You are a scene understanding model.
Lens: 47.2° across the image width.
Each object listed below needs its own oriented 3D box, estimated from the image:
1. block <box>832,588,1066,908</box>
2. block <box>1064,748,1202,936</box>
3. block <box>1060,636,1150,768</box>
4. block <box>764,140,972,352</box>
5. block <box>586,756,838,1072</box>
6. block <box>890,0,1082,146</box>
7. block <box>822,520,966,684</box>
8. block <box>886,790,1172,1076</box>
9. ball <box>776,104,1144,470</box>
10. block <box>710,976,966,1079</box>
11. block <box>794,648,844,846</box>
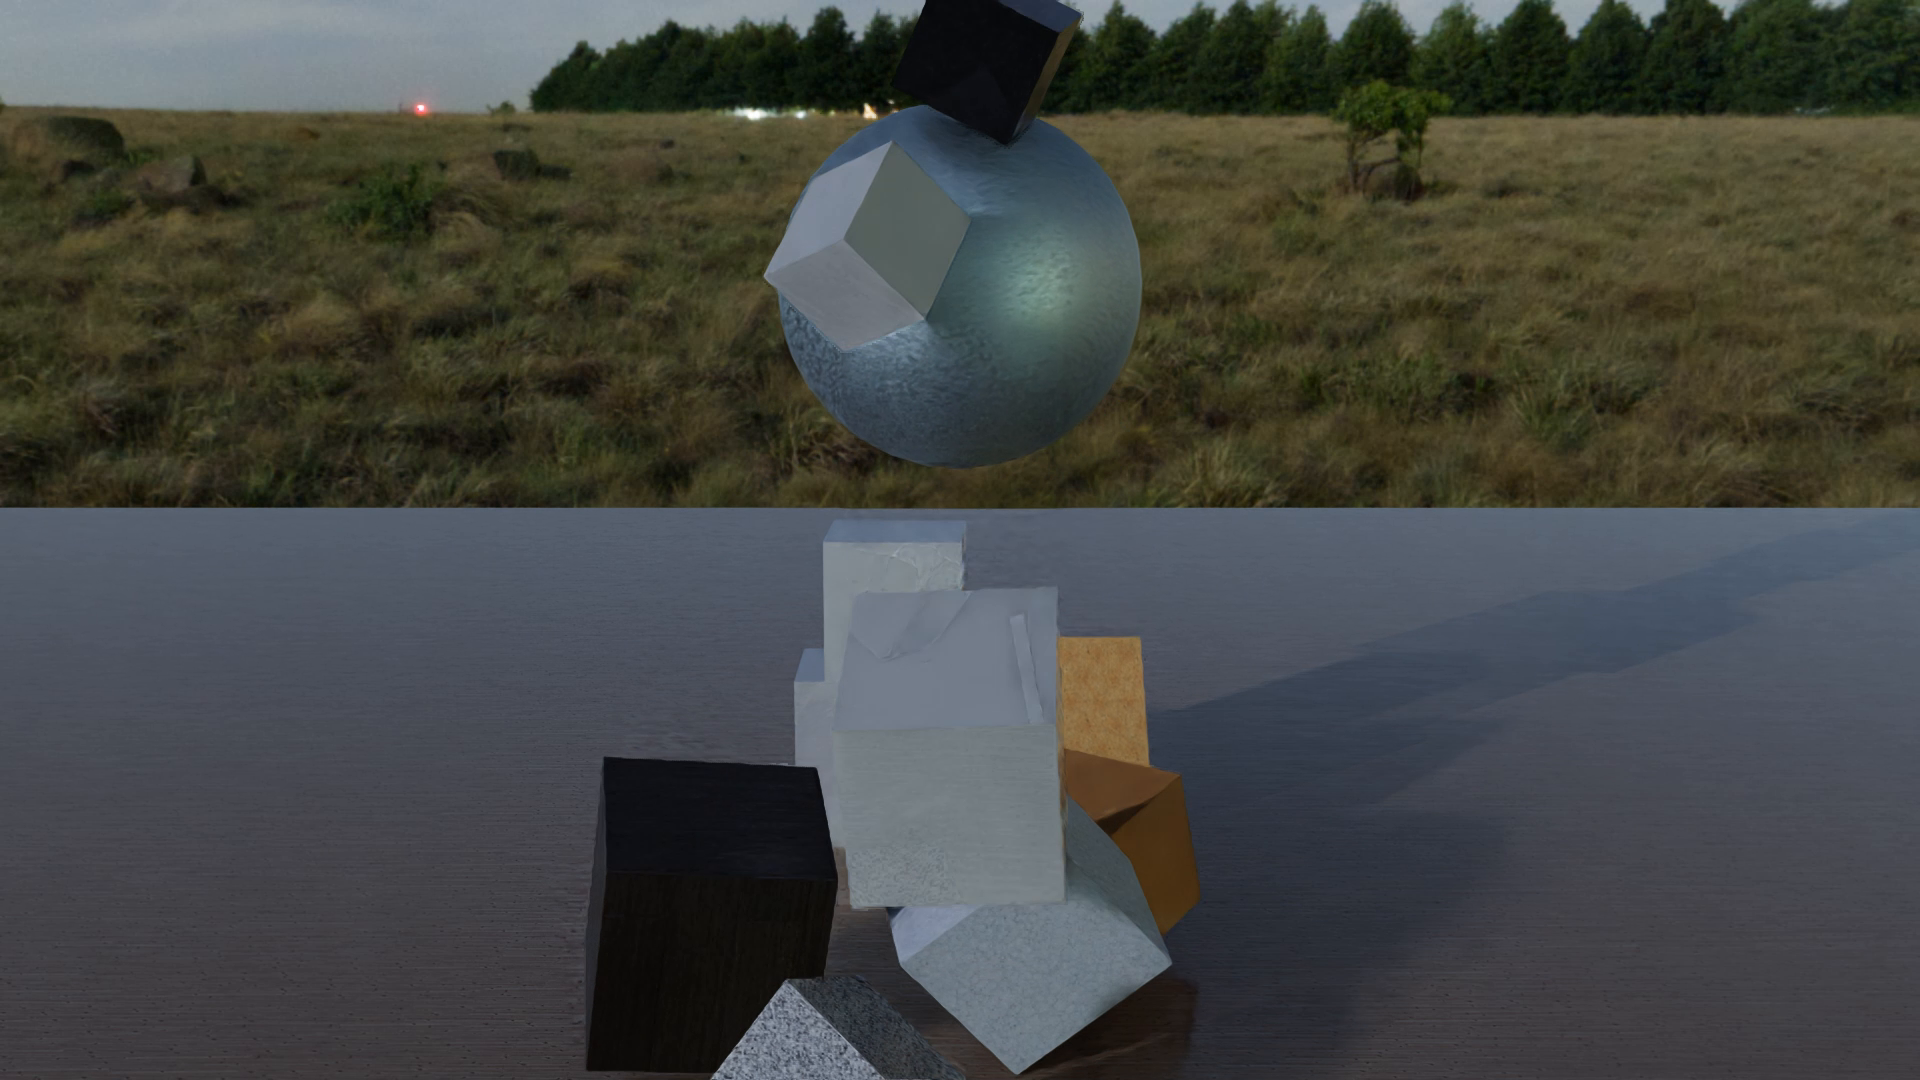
[{"bbox_3d":[-0.011,0.669,7.220,0.685,0.682,0.826,-2,29,4],"label":"block"},{"bbox_3d":[0.557,1.405,9.572,0.627,0.639,0.695,9,30,39],"label":"block"},{"bbox_3d":[0.483,1.010,10.806,0.763,0.789,0.868,-1,-25,-3],"label":"block"},{"bbox_3d":[-0.346,-1.103,8.284,0.465,0.525,0.444,-16,-49,45],"label":"block"},{"bbox_3d":[-0.975,1.432,8.411,0.832,0.884,0.778,4,25,-12],"label":"block"},{"bbox_3d":[0.112,-2.000,8.968,0.535,0.500,0.485,28,26,3],"label":"block"},{"bbox_3d":[-0.322,0.303,11.150,0.682,0.712,0.644,0,10,2],"label":"block"},{"bbox_3d":[0.231,1.419,8.442,0.744,0.728,0.689,-37,27,9],"label":"block"},{"bbox_3d":[0.000,-1.111,9.629,1.600,1.600,1.600,0,10,0],"label":"ball"},{"bbox_3d":[-0.395,1.795,6.950,0.588,0.565,0.515,40,9,25],"label":"block"},{"bbox_3d":[-0.387,1.058,11.367,0.875,0.851,0.739,0,10,0],"label":"block"}]
